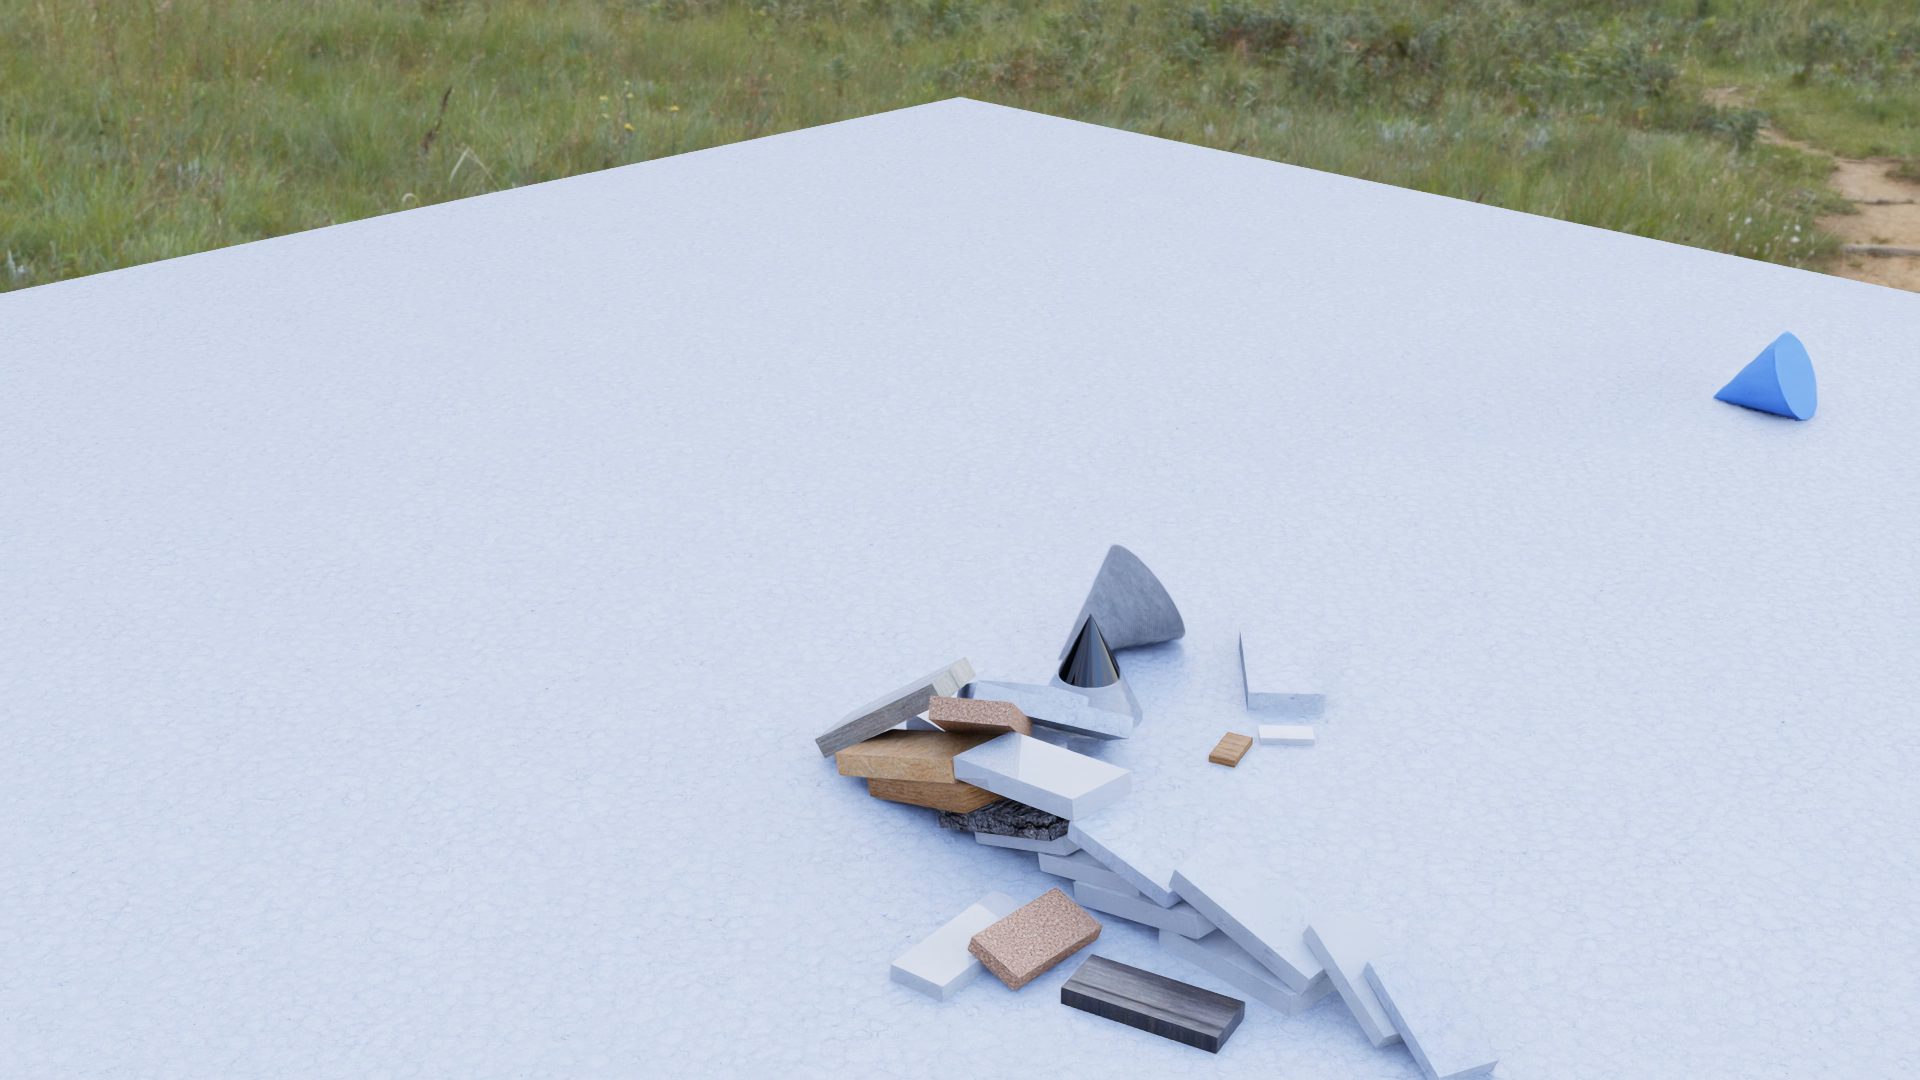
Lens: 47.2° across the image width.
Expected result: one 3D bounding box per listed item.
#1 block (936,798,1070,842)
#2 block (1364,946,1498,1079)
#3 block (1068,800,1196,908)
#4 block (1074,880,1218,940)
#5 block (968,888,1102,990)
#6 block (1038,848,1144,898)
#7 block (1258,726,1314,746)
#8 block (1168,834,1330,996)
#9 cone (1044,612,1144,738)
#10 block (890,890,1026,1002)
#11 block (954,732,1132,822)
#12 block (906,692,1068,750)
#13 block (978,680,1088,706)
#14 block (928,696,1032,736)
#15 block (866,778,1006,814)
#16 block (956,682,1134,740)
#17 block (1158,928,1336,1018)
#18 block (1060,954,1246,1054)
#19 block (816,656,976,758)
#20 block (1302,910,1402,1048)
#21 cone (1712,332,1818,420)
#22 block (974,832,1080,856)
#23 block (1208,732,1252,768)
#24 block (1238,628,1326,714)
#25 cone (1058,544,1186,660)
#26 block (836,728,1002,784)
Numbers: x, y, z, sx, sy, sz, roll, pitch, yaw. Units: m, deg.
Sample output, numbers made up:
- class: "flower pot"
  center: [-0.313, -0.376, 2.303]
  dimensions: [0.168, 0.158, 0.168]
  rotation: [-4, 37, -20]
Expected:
- class: "block"
  center: [0.120, 0.526, 4.303]
  dimensions: [0.161, 0.046, 0.322]
  rotation: [-20, 12, -39]
- class: "block"
  center: [0.793, 0.802, 3.712]
  dimensions: [0.119, 0.034, 0.238]
  rotation: [-10, 47, -22]
- class: "block"
  center: [0.334, 0.577, 4.055]
  dimensions: [0.129, 0.037, 0.258]
  rotation: [-18, 36, -38]
- class: "block"
  center: [0.374, 0.657, 4.072]
  dimensions: [0.154, 0.044, 0.309]
  rotation: [-20, 17, -38]
- class: "block"
  center: [0.137, 0.719, 3.973]
  dimensions: [0.117, 0.033, 0.235]
  rotation: [37, 38, 28]
- class: "block"
  center: [0.286, 0.609, 4.154]
  dimensions: [0.129, 0.037, 0.258]
  rotation: [-20, 18, -40]
- class: "block"
  center: [0.703, 0.422, 4.746]
  dimensions: [0.116, 0.016, 0.058]
  rotation: [1, 23, 3]
- class: "block"
  center: [0.538, 0.663, 3.907]
  dimensions: [0.309, 0.044, 0.154]
  rotation: [38, 41, 27]
- class: "cone"
  center: [0.284, 0.270, 4.814]
  dimensions: [0.243, 0.243, 0.243]
  rotation: [0, 23, 0]
- class: "block"
  center: [0.017, 0.733, 3.989]
  dimensions: [0.117, 0.033, 0.308]
  rotation: [17, 28, 34]
- class: "block"
  center: [0.157, 0.453, 4.245]
  dimensions: [0.161, 0.046, 0.322]
  rotation: [-20, 23, -40]
- class: "block"
  center: [0.054, 0.419, 4.712]
  dimensions: [0.168, 0.048, 0.336]
  rotation: [-18, 29, -36]
- class: "block"
  center: [0.155, 0.337, 4.764]
  dimensions: [0.117, 0.033, 0.235]
  rotation: [19, -11, -38]
- class: "block"
  center: [0.045, 0.368, 4.488]
  dimensions: [0.164, 0.047, 0.328]
  rotation: [4, -11, 10]
- class: "block"
  center: [-0.029, 0.487, 4.433]
  dimensions: [0.161, 0.046, 0.322]
  rotation: [-17, 11, -35]
- class: "block"
  center: [0.176, 0.362, 4.631]
  dimensions: [0.344, 0.047, 0.164]
  rotation: [14, -9, -12]
- class: "block"
  center: [0.524, 0.743, 3.954]
  dimensions: [0.154, 0.044, 0.309]
  rotation: [-20, 30, -38]
- class: "block"
  center: [0.334, 0.804, 3.822]
  dimensions: [0.296, 0.034, 0.119]
  rotation: [13, 26, 27]
- class: "block"
  center: [-0.136, 0.353, 4.630]
  dimensions: [0.329, 0.047, 0.164]
  rotation: [-27, 4, 31]
- class: "block"
  center: [0.705, 0.756, 3.795]
  dimensions: [0.119, 0.034, 0.238]
  rotation: [-7, 49, -31]
- class: "cone"
  center: [2.420, -0.466, 6.704]
  dimensions: [0.272, 0.272, 0.272]
  rotation: [-16, 7, 44]
- class: "block"
  center: [0.160, 0.563, 4.287]
  dimensions: [0.129, 0.037, 0.258]
  rotation: [-20, 12, -39]
- class: "block"
  center: [0.577, 0.447, 4.687]
  dimensions: [0.058, 0.016, 0.116]
  rotation: [11, 25, 24]
- class: "block"
  center: [0.730, 0.294, 5.007]
  dimensions: [0.168, 0.048, 0.336]
  rotation: [1, 23, 3]
- class: "cone"
  center: [0.333, 0.200, 5.133]
  dimensions: [0.272, 0.272, 0.272]
  rotation: [-37, 34, -13]
- class: "block"
  center: [-0.078, 0.439, 4.491]
  dimensions: [0.336, 0.048, 0.168]
  rotation: [-2, 13, 45]
